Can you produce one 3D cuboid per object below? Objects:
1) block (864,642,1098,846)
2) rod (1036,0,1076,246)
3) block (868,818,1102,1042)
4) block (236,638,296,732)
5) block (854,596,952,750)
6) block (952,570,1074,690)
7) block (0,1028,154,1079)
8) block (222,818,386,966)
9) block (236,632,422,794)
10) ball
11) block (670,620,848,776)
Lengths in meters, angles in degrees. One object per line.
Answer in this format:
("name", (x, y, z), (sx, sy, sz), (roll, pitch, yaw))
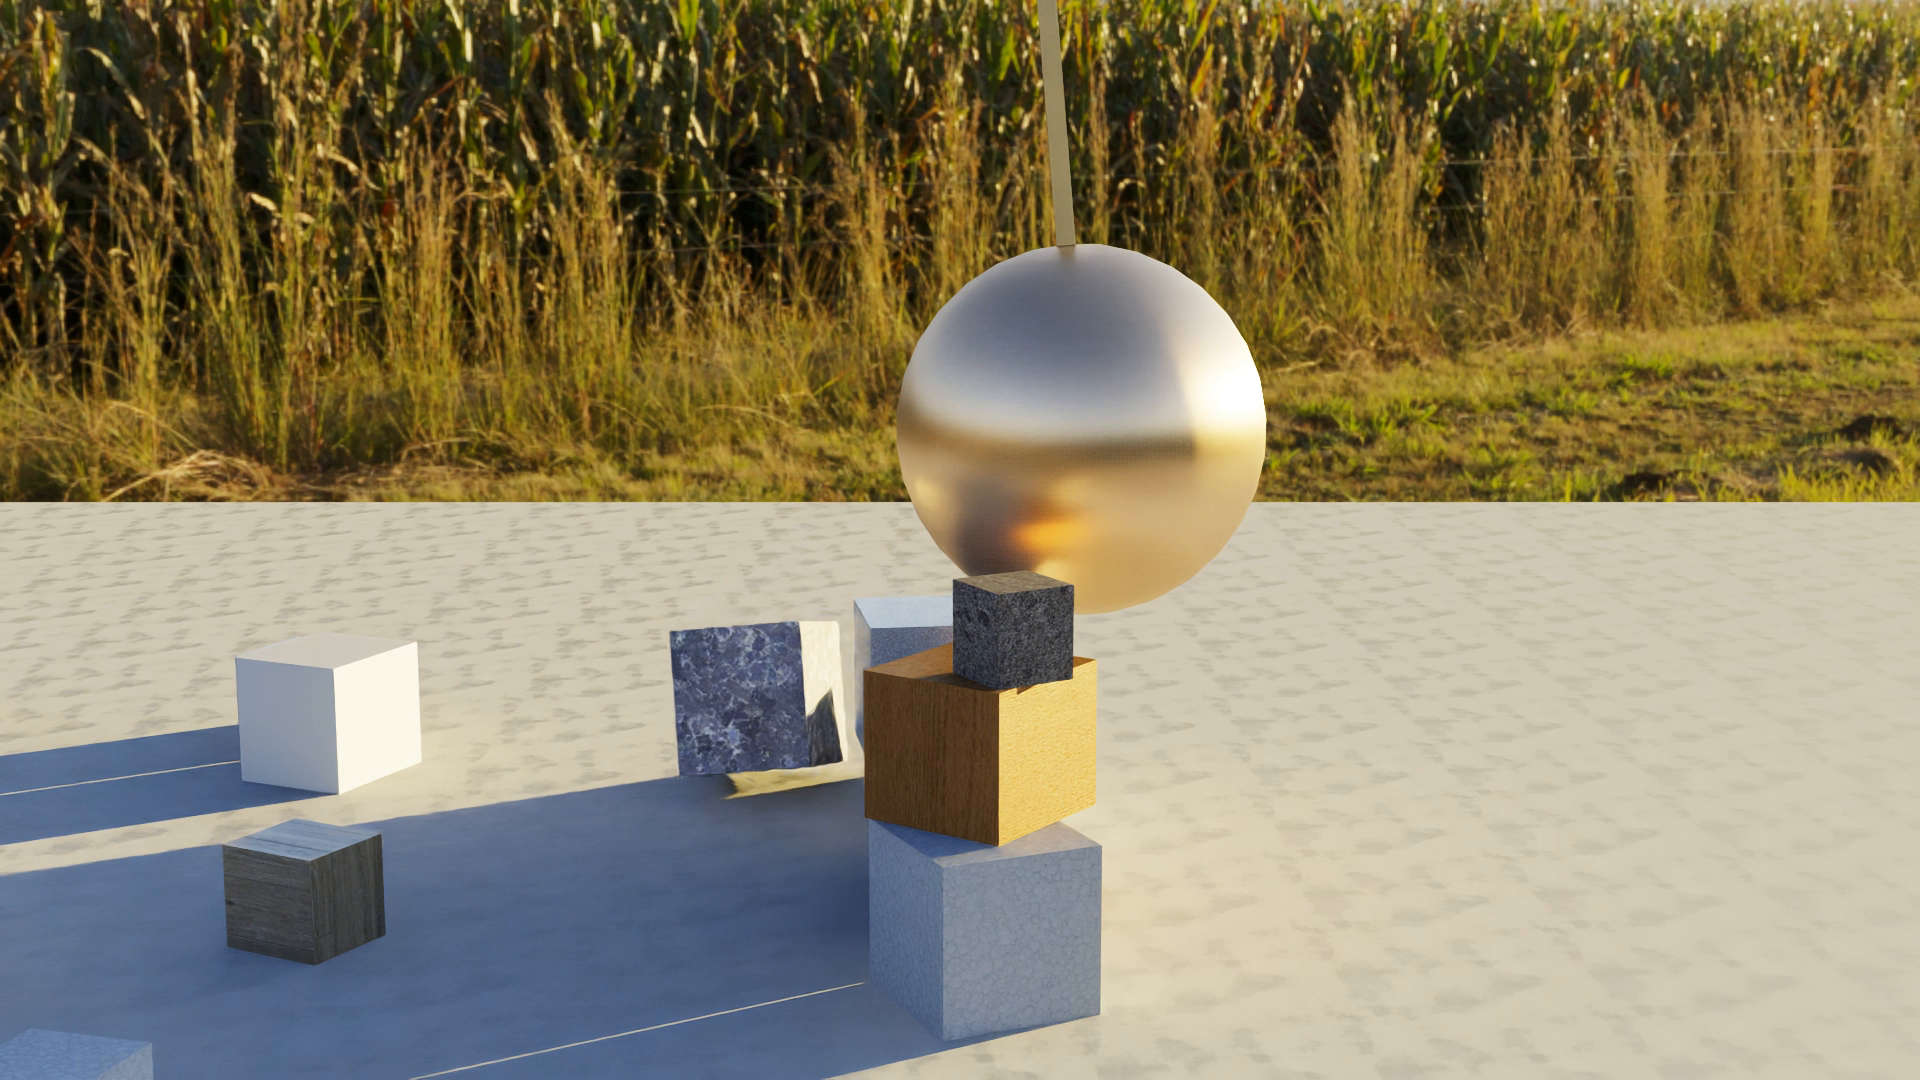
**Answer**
("block", (0.082, 0.770, 9.955), (0.632, 0.586, 0.668), (8, 13, 35))
("rod", (0.226, -3.810, 10.488), (0.080, 5.200, 0.080), (-5, 10, 1))
("block", (0.090, 1.435, 9.813), (0.653, 0.665, 0.693), (-5, 11, -24))
("block", (-3.501, 0.817, 13.823), (0.541, 0.447, 0.537), (4, 11, 22))
("block", (-0.093, 0.590, 10.888), (0.646, 0.593, 0.686), (-1, 9, -8))
("block", (0.200, 0.336, 9.694), (0.333, 0.363, 0.327), (-6, 13, -31))
("block", (-2.925, 1.861, 8.249), (0.458, 0.387, 0.473), (3, 11, 16))
("block", (-2.678, 1.431, 10.484), (0.465, 0.434, 0.424), (6, 12, 28))
("block", (-3.198, 0.866, 13.029), (0.604, 0.634, 0.672), (5, 11, 24))
("ball", (0.522, -0.477, 11.094), (1.600, 1.600, 1.600), (0, 10, 0))
("block", (-0.988, 0.780, 12.710), (0.654, 0.703, 0.751), (-5, -3, 11))
